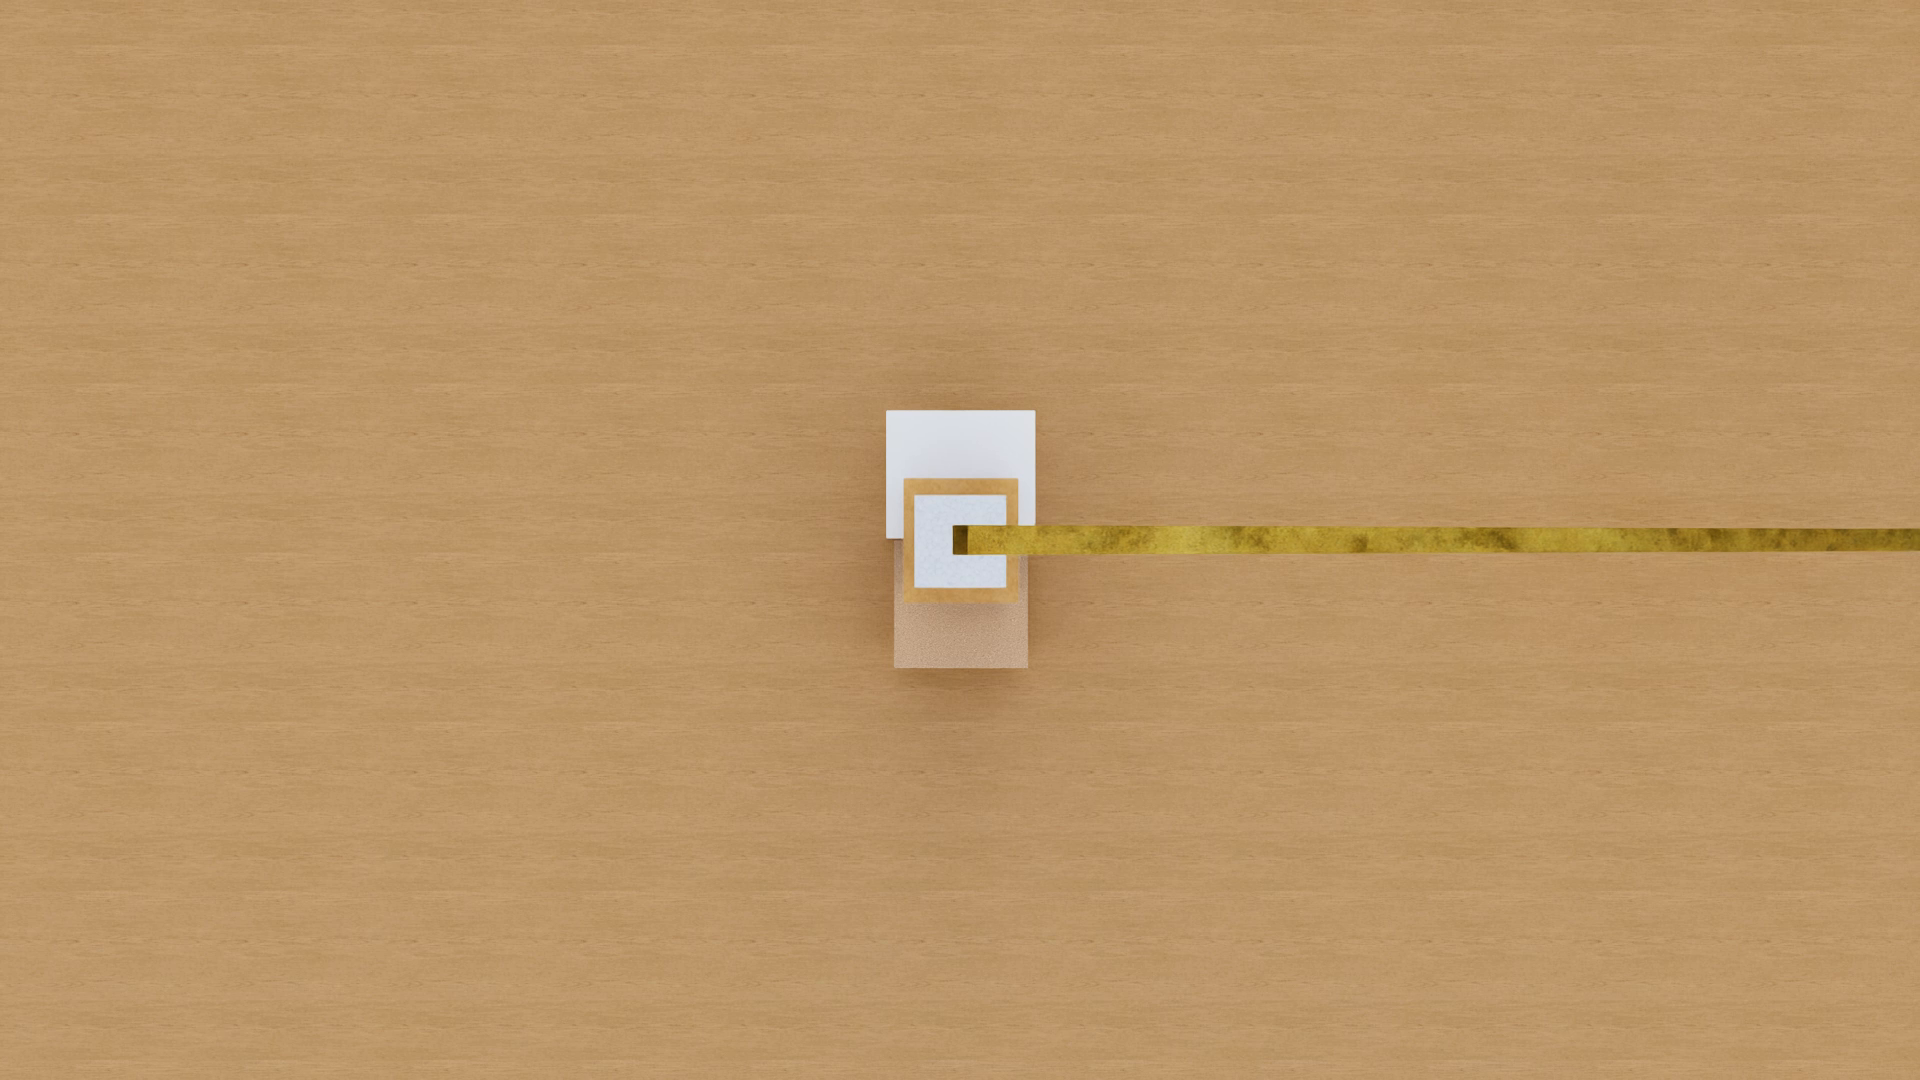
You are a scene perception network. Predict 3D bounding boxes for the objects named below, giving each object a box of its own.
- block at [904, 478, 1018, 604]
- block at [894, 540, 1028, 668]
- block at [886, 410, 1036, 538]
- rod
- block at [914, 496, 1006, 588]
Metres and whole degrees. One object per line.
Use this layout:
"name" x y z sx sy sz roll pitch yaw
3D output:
"block" 0.005 0.002 11.916 0.610 0.521 0.661 0 90 0
"block" 0.006 0.359 12.654 0.749 0.692 0.716 0 90 0
"block" 0.004 -0.363 12.588 0.824 0.823 0.708 0 90 0
"rod" 2.212 0.000 7.261 5.200 0.080 0.080 0 90 -32
"block" 0.002 0.005 11.407 0.465 0.498 0.468 0 90 0
